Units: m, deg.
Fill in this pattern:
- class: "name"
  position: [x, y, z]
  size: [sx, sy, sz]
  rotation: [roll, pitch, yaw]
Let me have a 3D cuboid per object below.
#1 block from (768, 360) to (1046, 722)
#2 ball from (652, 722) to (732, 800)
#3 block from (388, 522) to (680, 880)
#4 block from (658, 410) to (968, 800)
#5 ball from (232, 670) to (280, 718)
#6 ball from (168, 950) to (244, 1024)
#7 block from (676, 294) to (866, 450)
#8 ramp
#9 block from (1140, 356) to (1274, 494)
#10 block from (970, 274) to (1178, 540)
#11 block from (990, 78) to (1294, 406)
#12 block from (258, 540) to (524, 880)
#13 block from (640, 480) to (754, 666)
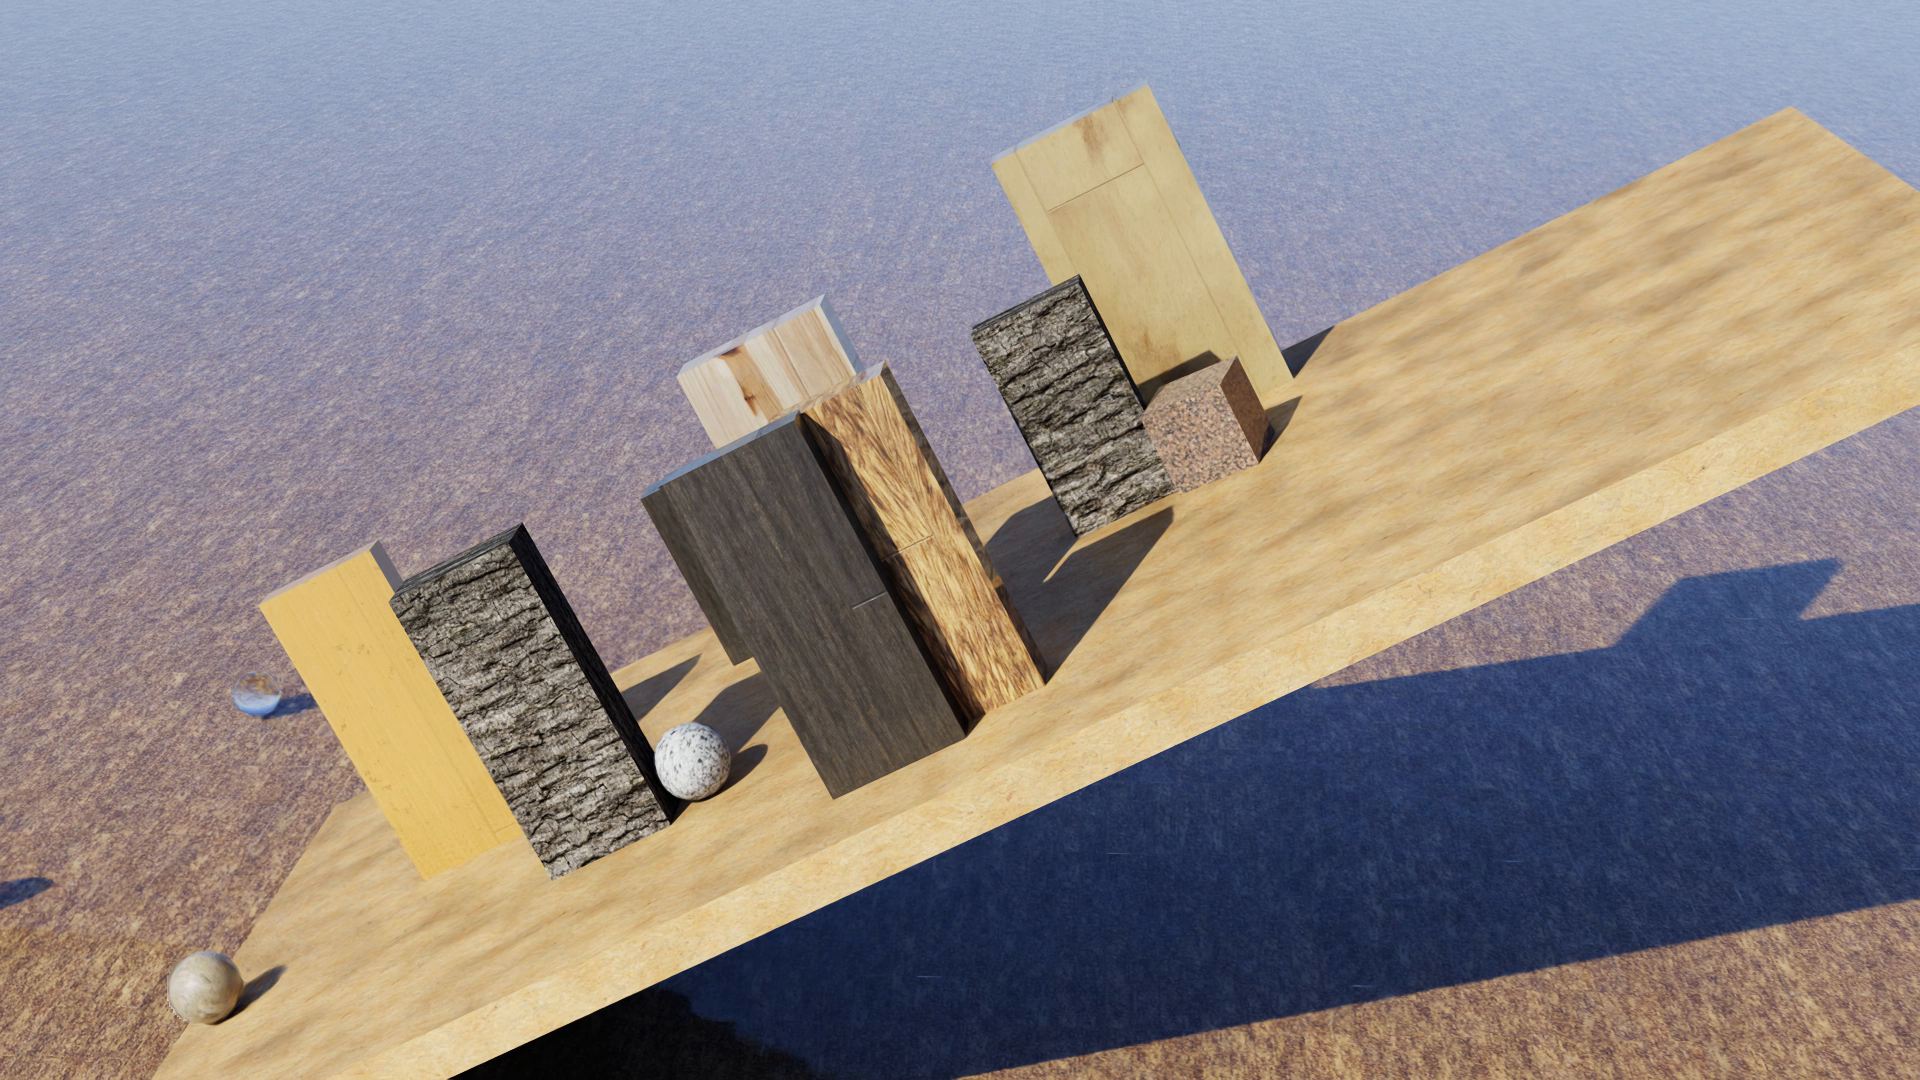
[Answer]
- class: "block"
  position: [-0.099, 0.021, 5.616]
  size: [0.247, 0.682, 0.117]
  rotation: [-26, 14, 10]
- class: "ball"
  position: [-0.549, 0.453, 6.026]
  size: [0.160, 0.160, 0.160]
  rotation: [0, 17, 0]
- class: "block"
  position: [-0.861, 0.331, 5.993]
  size: [0.279, 0.670, 0.144]
  rotation: [-26, 14, 10]
- class: "block"
  position: [-0.271, 0.126, 5.545]
  size: [0.287, 0.694, 0.082]
  rotation: [-26, 14, 10]
- class: "ball"
  position: [-2.021, 0.443, 8.453]
  size: [0.134, 0.134, 0.134]
  rotation: [0, 17, 0]
- class: "ball"
  position: [-1.608, 0.954, 6.271]
  size: [0.154, 0.154, 0.154]
  rotation: [0, 17, 0]
- class: "block"
  position: [-0.246, -0.081, 6.063]
  size: [0.330, 0.781, 0.115]
  rotation: [-26, 14, 10]
- class: "ramp"
  position: [0.140, 0.168, 6.281]
  size: [4.000, 0.100, 2.000]
  rotation: [-26, 14, 10]
- class: "block"
  position: [0.541, -0.251, 6.401]
  size: [0.194, 0.194, 0.194]
  rotation: [-22, 15, 24]
- class: "block"
  position: [0.258, -0.290, 6.424]
  size: [0.260, 0.509, 0.101]
  rotation: [-26, 14, 10]
- class: "block"
  position: [0.423, -0.629, 6.799]
  size: [0.399, 0.762, 0.105]
  rotation: [-26, 14, 10]
- class: "block"
  position: [-1.222, 0.376, 6.436]
  size: [0.280, 0.715, 0.083]
  rotation: [-26, 14, 10]
- class: "block"
  position: [-0.498, 0.021, 6.873]
  size: [0.302, 0.455, 0.111]
  rotation: [-26, 14, 10]
